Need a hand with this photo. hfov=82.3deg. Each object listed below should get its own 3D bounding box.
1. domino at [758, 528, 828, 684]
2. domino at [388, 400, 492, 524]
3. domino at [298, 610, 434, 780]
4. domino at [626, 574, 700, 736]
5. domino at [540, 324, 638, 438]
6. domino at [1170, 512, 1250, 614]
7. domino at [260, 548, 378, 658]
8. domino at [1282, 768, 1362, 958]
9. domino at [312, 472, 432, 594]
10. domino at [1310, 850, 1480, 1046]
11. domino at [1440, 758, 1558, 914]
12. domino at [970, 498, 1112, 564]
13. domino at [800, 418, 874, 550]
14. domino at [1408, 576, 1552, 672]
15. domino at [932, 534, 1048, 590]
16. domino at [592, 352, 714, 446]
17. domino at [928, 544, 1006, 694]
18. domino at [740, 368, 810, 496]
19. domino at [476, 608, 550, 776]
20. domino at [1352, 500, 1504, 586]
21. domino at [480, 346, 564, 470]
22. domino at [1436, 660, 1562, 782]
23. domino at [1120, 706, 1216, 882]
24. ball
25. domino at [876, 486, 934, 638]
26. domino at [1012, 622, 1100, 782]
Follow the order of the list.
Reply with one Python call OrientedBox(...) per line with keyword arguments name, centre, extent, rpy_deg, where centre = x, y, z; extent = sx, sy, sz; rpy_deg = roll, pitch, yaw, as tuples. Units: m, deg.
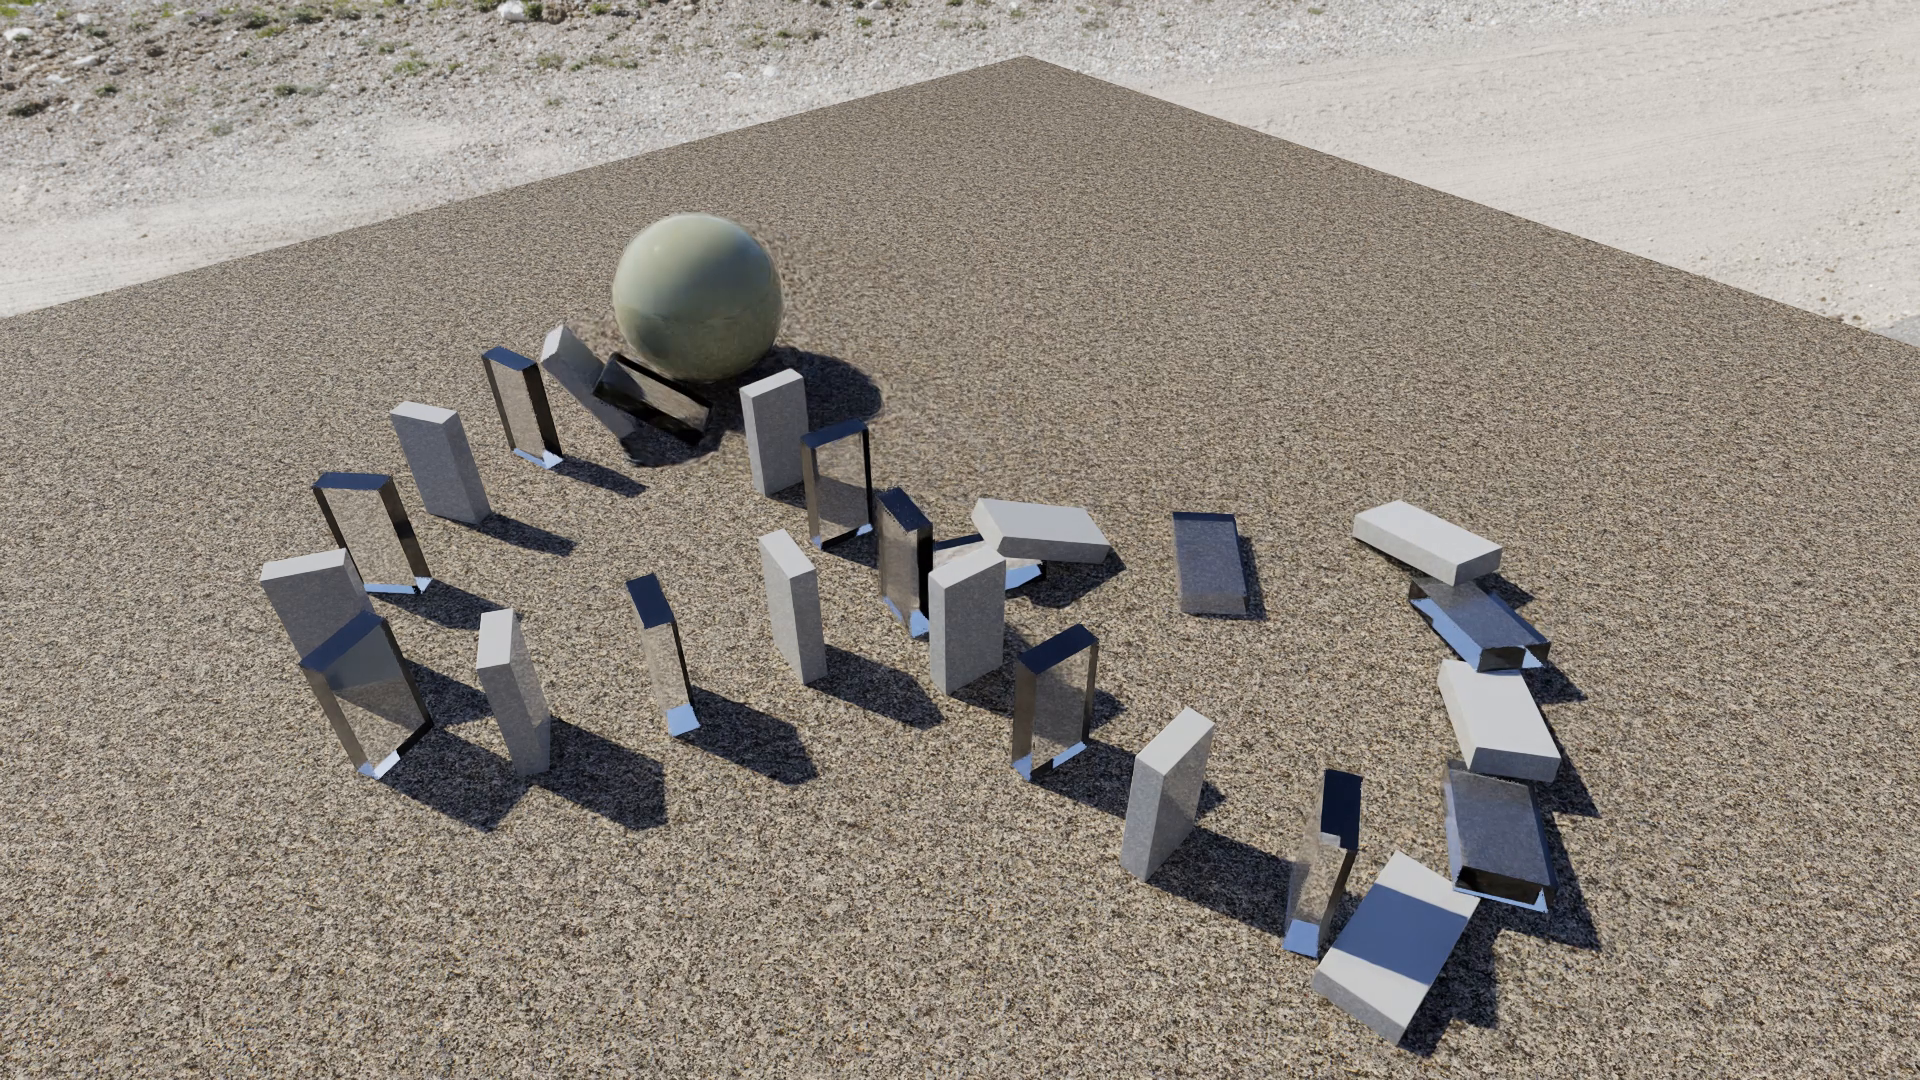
OrientedBox(name="domino", centre=(-0.058, 0.024, 0.383), extent=(0.009, 0.050, 0.025), rpy_deg=(-21, 44, -24))
OrientedBox(name="domino", centre=(-0.212, -0.031, 0.449), extent=(0.025, 0.050, 0.010), rpy_deg=(12, 41, 14))
OrientedBox(name="domino", centre=(-0.188, 0.050, 0.351), extent=(0.010, 0.050, 0.025), rpy_deg=(15, 42, 18))
OrientedBox(name="domino", centre=(-0.098, 0.038, 0.364), extent=(0.010, 0.050, 0.025), rpy_deg=(-18, 43, -21))
OrientedBox(name="domino", centre=(-0.168, -0.072, 0.501), extent=(0.010, 0.050, 0.025), rpy_deg=(-30, 38, 13))
OrientedBox(name="domino", centre=(0.098, 0.008, 0.433), extent=(0.025, 0.010, 0.050), rpy_deg=(3, 39, 3))
OrientedBox(name="domino", centre=(-0.216, 0.027, 0.378), extent=(0.025, 0.050, 0.009), rpy_deg=(-12, 41, -14))
OrientedBox(name="domino", centre=(0.099, 0.089, 0.302), extent=(0.009, 0.050, 0.025), rpy_deg=(12, 41, 14))
OrientedBox(name="domino", centre=(-0.220, -0.002, 0.414), extent=(0.025, 0.050, 0.010), rpy_deg=(3, 39, 3))
OrientedBox(name="domino", centre=(0.122, 0.112, 0.307), extent=(0.025, 0.010, 0.050), rpy_deg=(29, 48, 31))
OrientedBox(name="domino", centre=(0.160, 0.087, 0.329), extent=(0.025, 0.010, 0.050), rpy_deg=(11, 29, 13))
OrientedBox(name="domino", centre=(0.032, -0.003, 0.434), extent=(0.050, 0.010, 0.025), rpy_deg=(4, 35, -29))
OrientedBox(name="domino", centre=(-0.048, -0.022, 0.438), extent=(0.025, 0.050, 0.010), rpy_deg=(-23, 45, -26))
OrientedBox(name="domino", centre=(0.187, 0.029, 0.400), extent=(0.025, 0.010, 0.050), rpy_deg=(-4, 27, -5))
OrientedBox(name="domino", centre=(0.006, 0.010, 0.432), extent=(0.050, 0.010, 0.025), rpy_deg=(-12, 41, -14))
OrientedBox(name="domino", centre=(-0.139, -0.064, 0.501), extent=(0.050, 0.009, 0.025), rpy_deg=(27, 34, -21))
OrientedBox(name="domino", centre=(0.002, 0.028, 0.377), extent=(0.025, 0.050, 0.009), rpy_deg=(-25, 45, -27))
OrientedBox(name="domino", centre=(-0.077, -0.045, 0.467), extent=(0.025, 0.050, 0.009), rpy_deg=(-28, 47, -30))
OrientedBox(name="domino", centre=(-0.142, 0.049, 0.351), extent=(0.009, 0.050, 0.025), rpy_deg=(-10, 40, -12))
OrientedBox(name="domino", centre=(0.184, 0.000, 0.434), extent=(0.025, 0.009, 0.050), rpy_deg=(-17, 31, -23))
OrientedBox(name="domino", centre=(-0.191, -0.058, 0.482), extent=(0.025, 0.050, 0.009), rpy_deg=(24, 45, 26))
OrientedBox(name="domino", centre=(0.177, 0.059, 0.364), extent=(0.025, 0.009, 0.050), rpy_deg=(7, 28, 8))
OrientedBox(name="domino", centre=(0.060, 0.075, 0.320), extent=(0.009, 0.050, 0.025), rpy_deg=(30, 48, 32))
OrientedBox(name="ball", centre=(-0.125, -0.116, 0.529), extent=(0.080, 0.080, 0.080), rpy_deg=(0, 39, 0))
OrientedBox(name="domino", centre=(-0.020, 0.008, 0.401), extent=(0.010, 0.050, 0.025), rpy_deg=(-20, 43, -22))
OrientedBox(name="domino", centre=(0.030, 0.052, 0.348), extent=(0.025, 0.050, 0.010), rpy_deg=(-25, 46, -27))
